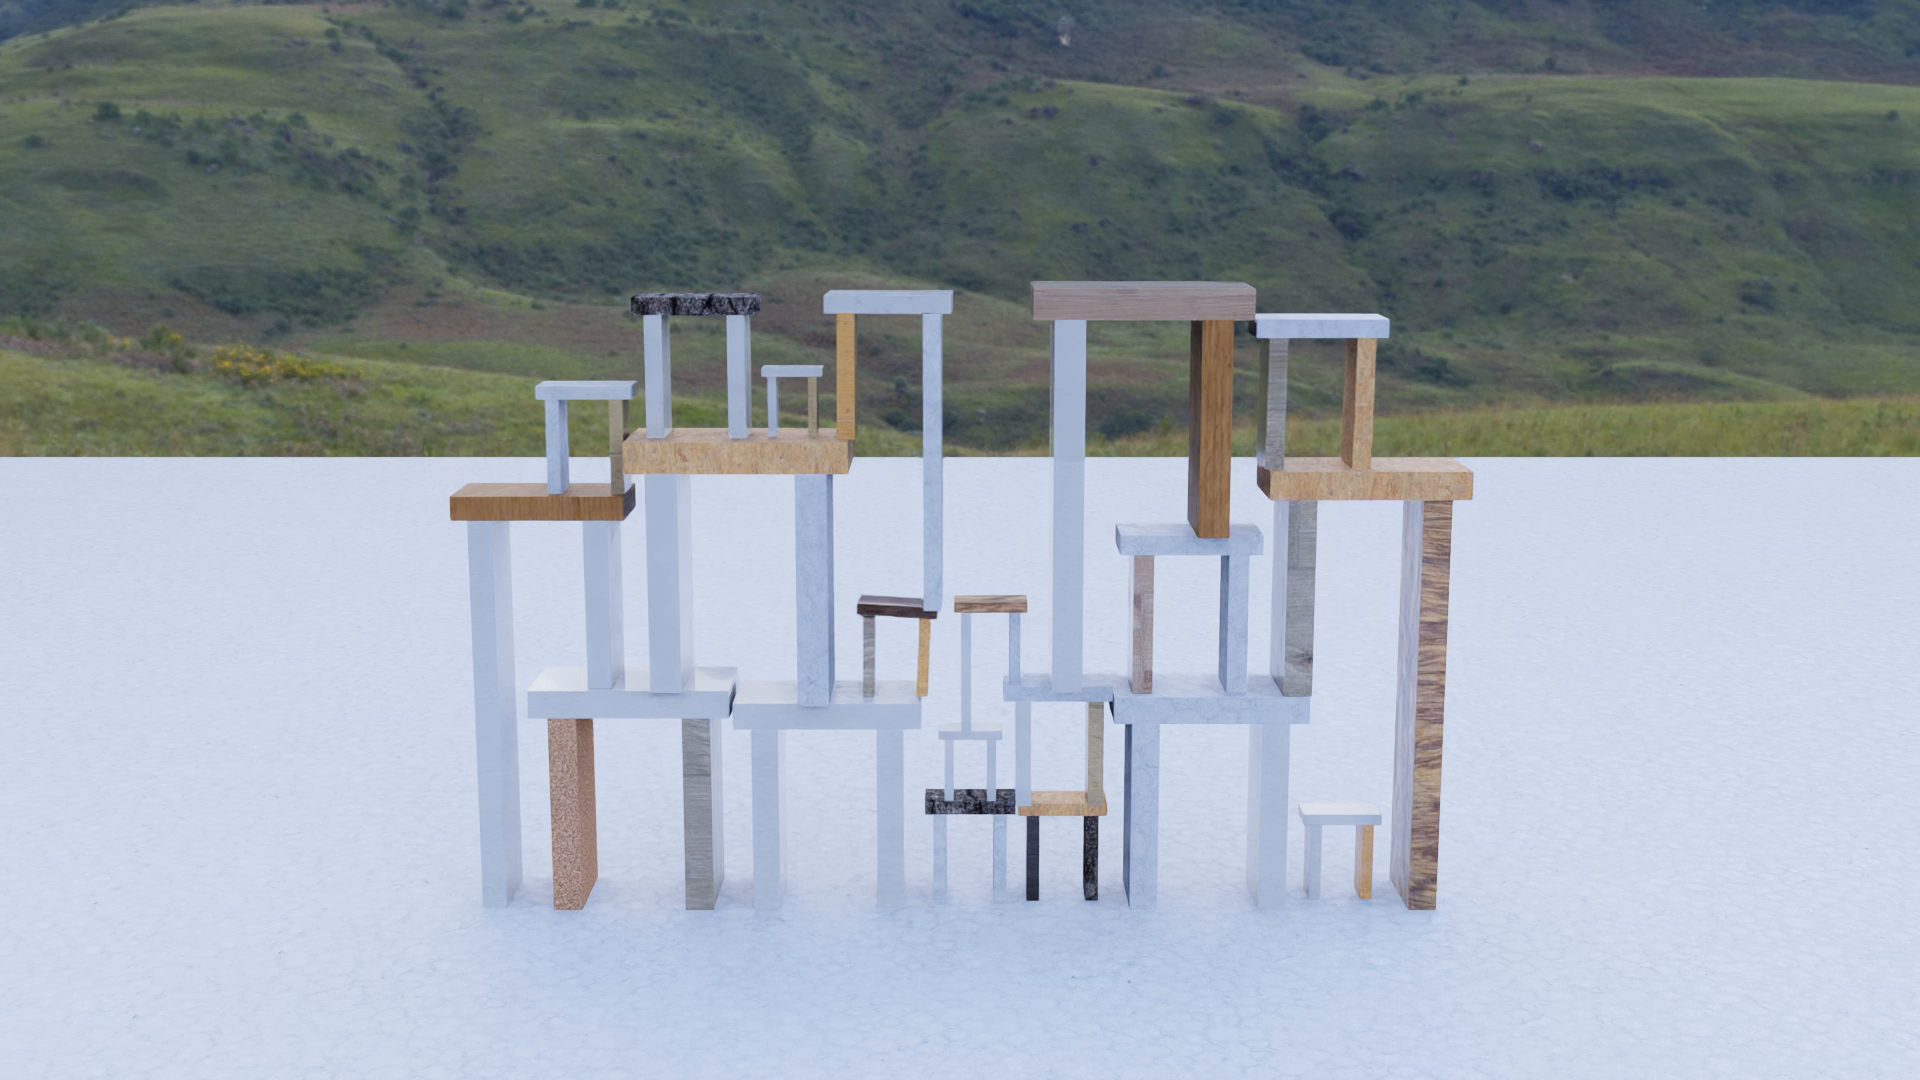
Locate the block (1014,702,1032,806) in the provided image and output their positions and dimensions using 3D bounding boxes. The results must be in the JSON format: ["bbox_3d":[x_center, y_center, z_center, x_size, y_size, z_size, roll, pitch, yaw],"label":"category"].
[{"bbox_3d":[0.103,0.340,3.619,0.025,0.176,0.088,0,11,0],"label":"block"}]

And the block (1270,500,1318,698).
[{"bbox_3d":[0.541,0.080,3.576,0.045,0.320,0.160,0,11,0],"label":"block"}]

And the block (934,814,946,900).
[{"bbox_3d":[-0.033,0.517,3.658,0.021,0.148,0.074,0,11,0],"label":"block"}]

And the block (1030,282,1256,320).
[{"bbox_3d":[0.286,-0.380,3.489,0.344,0.049,0.172,0,11,0],"label":"block"}]

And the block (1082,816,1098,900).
[{"bbox_3d":[0.217,0.518,3.658,0.021,0.146,0.073,0,11,0],"label":"block"}]

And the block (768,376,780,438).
[{"bbox_3d":[-0.299,-0.216,3.518,0.014,0.096,0.048,0,11,0],"label":"block"}]

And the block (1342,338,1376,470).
[{"bbox_3d":[0.638,-0.224,3.520,0.029,0.208,0.104,1,11,0],"label":"block"}]

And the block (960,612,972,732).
[{"bbox_3d":[0.010,0.209,3.595,0.017,0.198,0.059,0,11,0],"label":"block"}]

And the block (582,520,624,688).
[{"bbox_3d":[-0.579,0.092,3.578,0.039,0.275,0.137,0,11,0],"label":"block"}]

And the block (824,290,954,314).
[{"bbox_3d":[-0.111,-0.377,3.481,0.199,0.028,0.099,1,11,2],"label":"block"}]

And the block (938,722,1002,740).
[{"bbox_3d":[0.017,0.314,3.614,0.104,0.015,0.052,0,11,0],"label":"block"}]

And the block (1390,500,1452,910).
[{"bbox_3d":[0.755,0.256,3.608,0.045,0.678,0.160,0,11,0],"label":"block"}]

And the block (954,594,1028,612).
[{"bbox_3d":[0.050,0.104,3.575,0.119,0.017,0.059,0,11,0],"label":"block"}]

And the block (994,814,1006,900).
[{"bbox_3d":[0.066,0.517,3.658,0.021,0.149,0.074,0,11,0],"label":"block"}]

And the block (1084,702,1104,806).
[{"bbox_3d":[0.221,0.340,3.620,0.025,0.176,0.088,0,11,0],"label":"block"}]

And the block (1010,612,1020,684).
[{"bbox_3d":[0.089,0.170,3.588,0.017,0.119,0.059,0,11,0],"label":"block"}]

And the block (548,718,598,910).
[{"bbox_3d":[-0.640,0.431,3.641,0.046,0.323,0.162,0,11,0],"label":"block"}]

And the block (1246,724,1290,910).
[{"bbox_3d":[0.509,0.436,3.639,0.044,0.314,0.157,0,11,0],"label":"block"}]

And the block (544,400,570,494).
[{"bbox_3d":[-0.646,-0.154,3.526,0.021,0.151,0.076,0,11,0],"label":"block"}]

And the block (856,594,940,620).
[{"bbox_3d":[-0.100,0.109,3.585,0.131,0.018,0.065,3,11,3],"label":"block"}]

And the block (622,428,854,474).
[{"bbox_3d":[-0.352,-0.143,3.529,0.353,0.050,0.176,0,11,0],"label":"block"}]

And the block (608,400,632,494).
[{"bbox_3d":[-0.545,-0.154,3.527,0.021,0.151,0.076,0,11,0],"label":"block"}]

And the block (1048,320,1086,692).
[{"bbox_3d":[0.171,-0.064,3.548,0.049,0.595,0.172,0,11,0],"label":"block"}]

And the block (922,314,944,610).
[{"bbox_3d":[-0.043,-0.129,3.526,0.028,0.475,0.099,0,11,1],"label":"block"}]

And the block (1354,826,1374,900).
[{"bbox_3d":[0.673,0.526,3.662,0.018,0.128,0.064,0,11,0],"label":"block"}]

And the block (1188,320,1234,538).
[{"bbox_3d":[0.401,-0.187,3.525,0.049,0.344,0.172,0,11,0],"label":"block"}]

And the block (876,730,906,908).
[{"bbox_3d":[-0.113,0.440,3.644,0.043,0.303,0.152,0,11,0],"label":"block"}]

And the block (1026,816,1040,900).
[{"bbox_3d":[0.120,0.518,3.658,0.021,0.146,0.073,0,10,0],"label":"block"}]

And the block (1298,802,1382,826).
[{"bbox_3d":[0.630,0.455,3.649,0.128,0.018,0.064,0,11,0],"label":"block"}]

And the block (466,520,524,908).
[{"bbox_3d":[-0.762,0.273,3.612,0.039,0.643,0.137,0,11,0],"label":"block"}]

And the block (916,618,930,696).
[{"bbox_3d":[-0.059,0.185,3.596,0.018,0.130,0.065,2,11,0],"label":"block"}]

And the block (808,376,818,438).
[{"bbox_3d":[-0.234,-0.216,3.518,0.014,0.096,0.048,0,11,0],"label":"block"}]

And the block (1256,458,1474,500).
[{"bbox_3d":[0.648,-0.099,3.542,0.320,0.045,0.160,0,11,0],"label":"block"}]

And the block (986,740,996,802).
[{"bbox_3d":[0.052,0.373,3.625,0.015,0.104,0.052,0,11,0],"label":"block"}]

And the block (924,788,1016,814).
[{"bbox_3d":[0.017,0.433,3.642,0.148,0.021,0.074,0,11,0],"label":"block"}]

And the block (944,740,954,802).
[{"bbox_3d":[-0.018,0.373,3.625,0.015,0.104,0.052,0,11,0],"label":"block"}]

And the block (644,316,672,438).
[{"bbox_3d":[-0.482,-0.265,3.512,0.028,0.195,0.098,0,11,0],"label":"block"}]

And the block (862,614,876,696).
[{"bbox_3d":[-0.148,0.185,3.596,0.018,0.130,0.065,1,11,0],"label":"block"}]

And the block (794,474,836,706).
[{"bbox_3d":[-0.234,0.066,3.568,0.050,0.375,0.176,0,11,0],"label":"block"}]

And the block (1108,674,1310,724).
[{"bbox_3d":[0.405,0.260,3.606,0.314,0.044,0.157,0,11,0],"label":"block"}]

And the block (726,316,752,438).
[{"bbox_3d":[-0.352,-0.265,3.512,0.028,0.195,0.098,0,11,0],"label":"block"}]

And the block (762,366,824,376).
[{"bbox_3d":[-0.266,-0.270,3.507,0.096,0.014,0.048,0,11,0],"label":"block"}]

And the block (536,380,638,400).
[{"bbox_3d":[-0.595,-0.239,3.511,0.151,0.021,0.076,0,11,0],"label":"block"}]

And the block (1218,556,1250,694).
[{"bbox_3d":[0.445,0.126,3.580,0.032,0.228,0.114,0,11,0],"label":"block"}]

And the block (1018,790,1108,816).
[{"bbox_3d":[0.169,0.436,3.643,0.146,0.021,0.073,0,11,0],"label":"block"}]

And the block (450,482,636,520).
[{"bbox_3d":[-0.671,-0.062,3.550,0.275,0.039,0.137,0,11,0],"label":"block"}]

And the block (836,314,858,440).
[{"bbox_3d":[-0.180,-0.266,3.505,0.028,0.199,0.099,0,11,0],"label":"block"}]

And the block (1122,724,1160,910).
[{"bbox_3d":[0.299,0.436,3.639,0.044,0.314,0.157,0,11,0],"label":"block"}]

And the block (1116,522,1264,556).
[{"bbox_3d":[0.369,-0.002,3.556,0.228,0.032,0.114,0,11,0],"label":"block"}]

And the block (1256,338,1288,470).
[{"bbox_3d":[0.499,-0.224,3.519,0.029,0.208,0.104,0,11,0],"label":"block"}]

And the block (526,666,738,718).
[{"bbox_3d":[-0.532,0.250,3.607,0.323,0.046,0.162,0,11,0],"label":"block"}]

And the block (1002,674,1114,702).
[{"bbox_3d":[0.159,0.241,3.601,0.176,0.025,0.088,0,11,0],"label":"block"}]

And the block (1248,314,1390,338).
[{"bbox_3d":[0.569,-0.341,3.498,0.208,0.029,0.104,0,11,0],"label":"block"}]

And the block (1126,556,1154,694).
[{"bbox_3d":[0.294,0.126,3.580,0.032,0.228,0.114,0,11,0],"label":"block"}]

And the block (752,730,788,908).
[{"bbox_3d":[-0.315,0.440,3.644,0.043,0.303,0.152,0,11,0],"label":"block"}]

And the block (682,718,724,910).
[{"bbox_3d":[-0.425,0.431,3.641,0.046,0.323,0.162,0,11,0],"label":"block"}]

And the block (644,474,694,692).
[{"bbox_3d":[-0.470,0.055,3.566,0.050,0.353,0.176,0,11,0],"label":"block"}]

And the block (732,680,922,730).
[{"bbox_3d":[-0.214,0.270,3.612,0.303,0.043,0.152,0,11,0],"label":"block"}]

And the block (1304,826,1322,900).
[{"bbox_3d":[0.587,0.526,3.662,0.018,0.128,0.064,0,11,0],"label":"block"}]

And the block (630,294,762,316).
[{"bbox_3d":[-0.417,-0.375,3.492,0.195,0.028,0.098,0,11,0],"label":"block"}]
